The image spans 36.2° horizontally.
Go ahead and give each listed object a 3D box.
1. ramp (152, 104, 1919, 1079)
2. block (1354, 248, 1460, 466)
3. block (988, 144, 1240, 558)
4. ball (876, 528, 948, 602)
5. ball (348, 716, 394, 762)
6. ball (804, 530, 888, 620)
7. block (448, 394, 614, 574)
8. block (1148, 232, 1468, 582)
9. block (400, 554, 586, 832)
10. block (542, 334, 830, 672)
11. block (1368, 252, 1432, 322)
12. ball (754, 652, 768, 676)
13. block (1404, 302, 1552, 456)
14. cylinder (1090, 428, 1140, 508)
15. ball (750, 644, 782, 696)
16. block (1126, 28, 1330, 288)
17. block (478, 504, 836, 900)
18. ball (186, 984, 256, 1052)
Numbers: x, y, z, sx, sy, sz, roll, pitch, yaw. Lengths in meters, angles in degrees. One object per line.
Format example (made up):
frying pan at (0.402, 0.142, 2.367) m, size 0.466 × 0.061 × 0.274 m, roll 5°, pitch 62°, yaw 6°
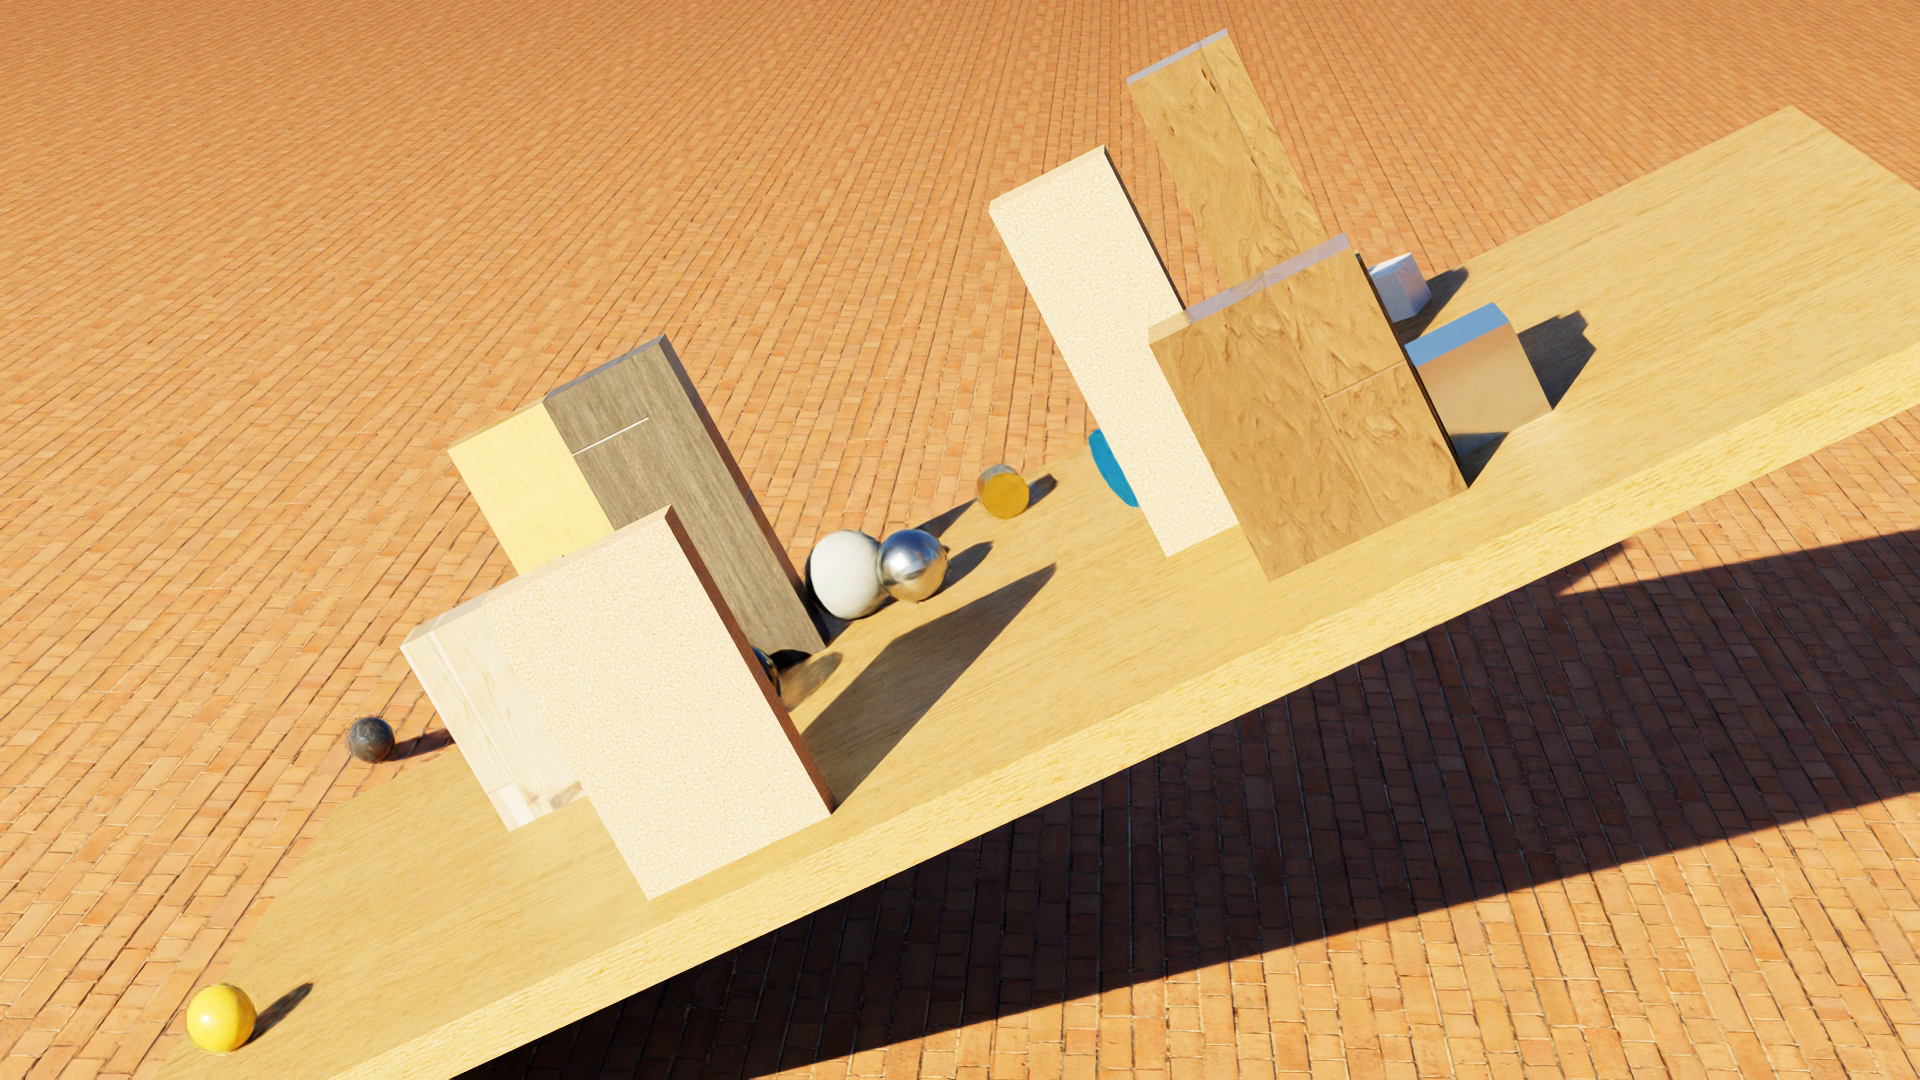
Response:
ramp at (0.140, 0.168, 6.281) m, size 4.000 × 0.100 × 2.000 m, roll -26°, pitch 14°, yaw 10°
block at (0.740, -0.293, 5.634) m, size 0.265 × 0.446 × 0.103 m, roll -26°, pitch 14°, yaw 10°
block at (0.355, -0.378, 5.940) m, size 0.255 × 0.799 × 0.116 m, roll -26°, pitch 14°, yaw 10°
ball at (-0.109, 0.056, 6.607) m, size 0.164 × 0.164 × 0.164 m, roll 0°, pitch 17°, yaw 0°
ball at (-1.624, 0.550, 8.110) m, size 0.129 × 0.129 × 0.129 m, roll 0°, pitch 17°, yaw 0°
ball at (-0.254, 0.079, 6.722) m, size 0.203 × 0.203 × 0.203 m, roll 0°, pitch 17°, yaw 0°
block at (-0.872, 0.039, 6.897) m, size 0.308 × 0.756 × 0.088 m, roll -26°, pitch 14°, yaw 10°
block at (0.649, -0.247, 5.502) m, size 0.408 × 0.512 × 0.142 m, roll -26°, pitch 14°, yaw 10°
block at (-0.938, 0.340, 6.508) m, size 0.387 × 0.484 × 0.131 m, roll -26°, pitch 14°, yaw 10°
block at (-0.611, -0.045, 6.626) m, size 0.297 × 0.789 × 0.103 m, roll -26°, pitch 14°, yaw 10°
block at (1.007, -0.580, 6.855) m, size 0.116 × 0.116 × 0.116 m, roll -18°, pitch 17°, yaw 37°
ball at (-0.498, 0.303, 6.504) m, size 0.146 × 0.146 × 0.146 m, roll 0°, pitch 17°, yaw 0°
block at (1.005, -0.315, 5.724) m, size 0.197 × 0.197 × 0.197 m, roll -26°, pitch 14°, yaw 8°
cylinder at (0.420, -0.203, 6.458) m, size 0.195 × 0.195 × 0.195 m, roll -32°, pitch 28°, yaw -16°
ball at (-0.484, 0.317, 6.311) m, size 0.200 × 0.200 × 0.200 m, roll 0°, pitch 17°, yaw 0°
block at (0.672, -0.769, 6.791) m, size 0.254 × 0.777 × 0.124 m, roll -26°, pitch 14°, yaw 10°
block at (-0.565, 0.310, 5.536) m, size 0.395 × 0.653 × 0.090 m, roll -26°, pitch 14°, yaw 10°
ball at (-1.514, 0.980, 6.031) m, size 0.140 × 0.140 × 0.140 m, roll 0°, pitch 17°, yaw 0°
